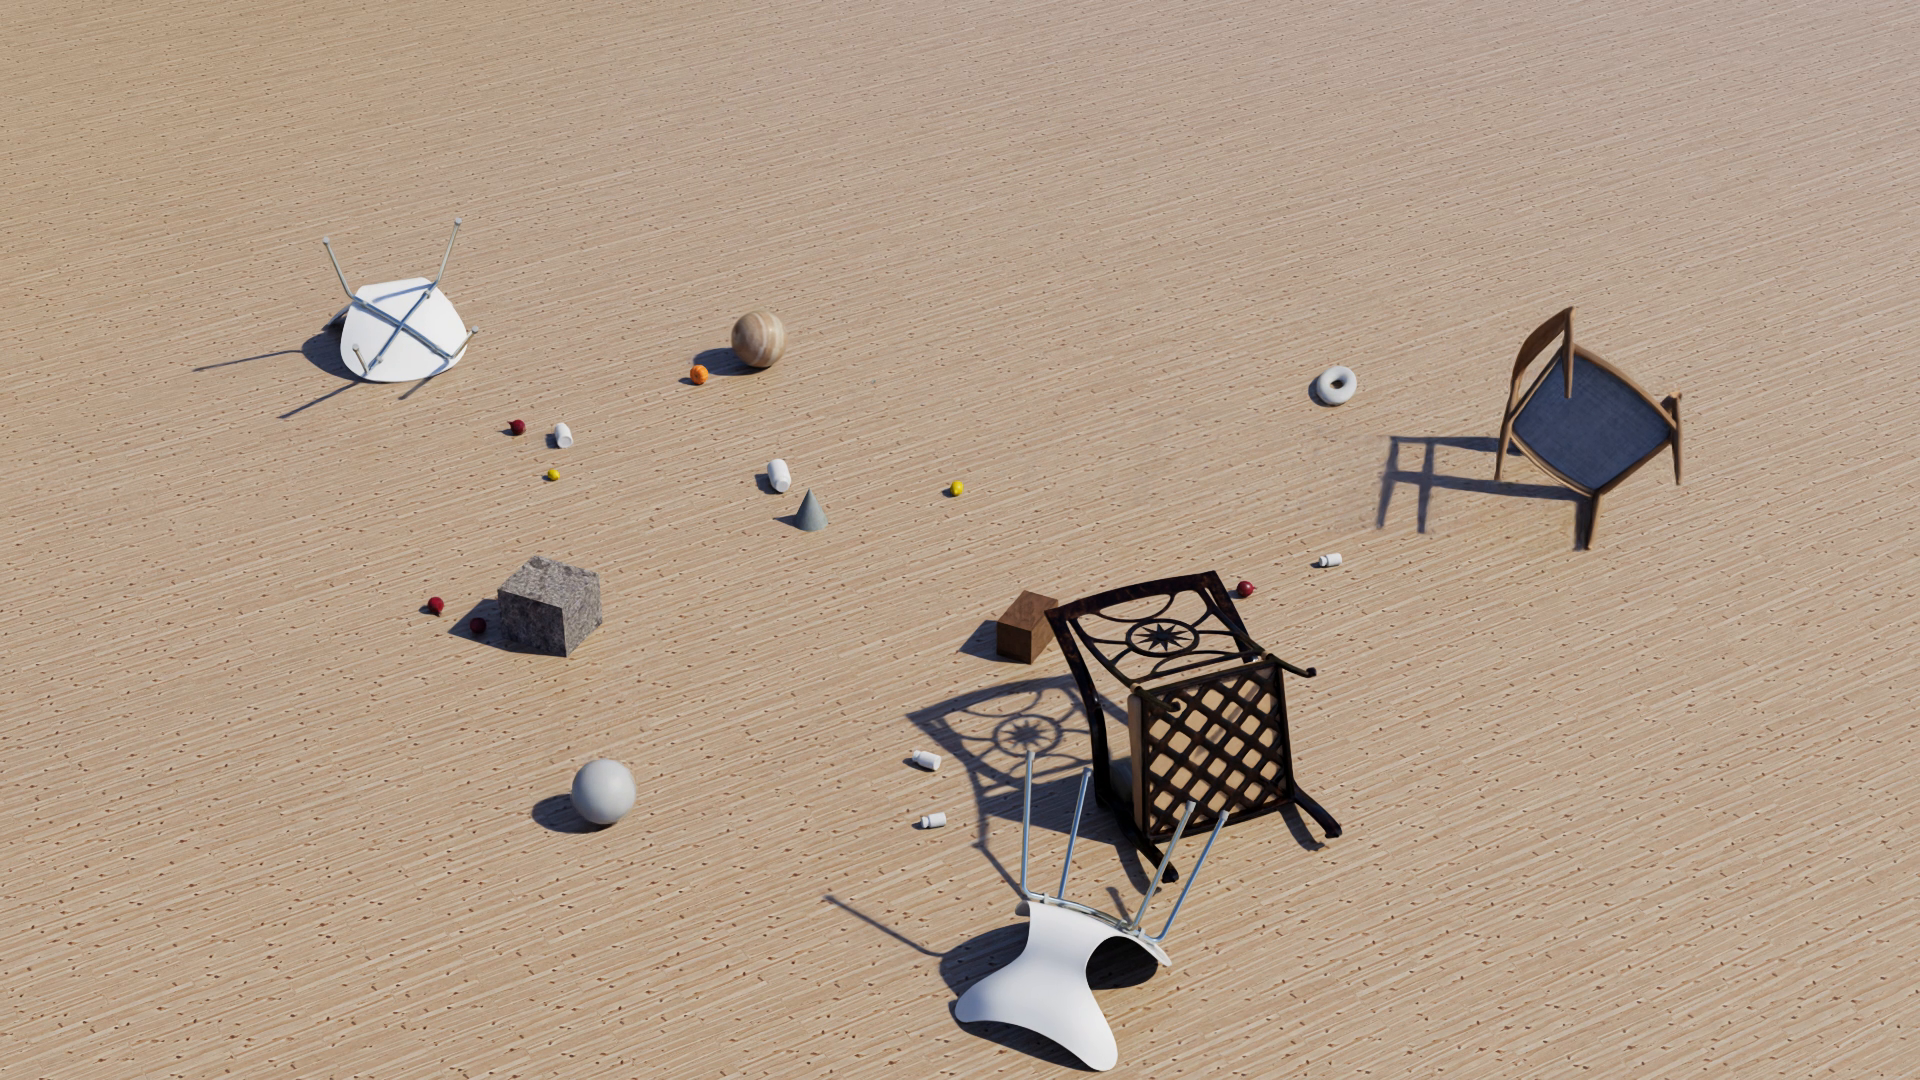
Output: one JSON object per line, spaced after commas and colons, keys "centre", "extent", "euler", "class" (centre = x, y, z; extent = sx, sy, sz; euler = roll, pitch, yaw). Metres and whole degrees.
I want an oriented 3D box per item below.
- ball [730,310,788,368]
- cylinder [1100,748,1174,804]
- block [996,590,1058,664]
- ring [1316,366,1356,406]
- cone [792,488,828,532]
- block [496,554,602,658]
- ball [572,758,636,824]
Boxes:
{"centre": [-0.821, -0.820, 11.977], "extent": [0.234, 0.234, 0.234], "euler": [0, 33, 0], "class": "ball"}
{"centre": [0.581, 0.779, 9.651], "extent": [0.180, 0.122, 0.186], "euler": [-15, 32, -22], "class": "cylinder"}
{"centre": [0.239, 0.308, 10.347], "extent": [0.135, 0.143, 0.218], "euler": [16, 36, 22], "class": "block"}
{"centre": [1.522, -0.625, 11.848], "extent": [0.161, 0.050, 0.283], "euler": [6, 34, 11], "class": "ring"}
{"centre": [-0.563, -0.133, 11.006], "extent": [0.134, 0.154, 0.135], "euler": [-26, 41, -34], "class": "cone"}
{"centre": [-1.453, 0.233, 10.398], "extent": [0.270, 0.212, 0.241], "euler": [15, 36, 22], "class": "block"}
{"centre": [-1.156, 0.815, 9.516], "extent": [0.210, 0.210, 0.210], "euler": [0, 33, 0], "class": "ball"}
